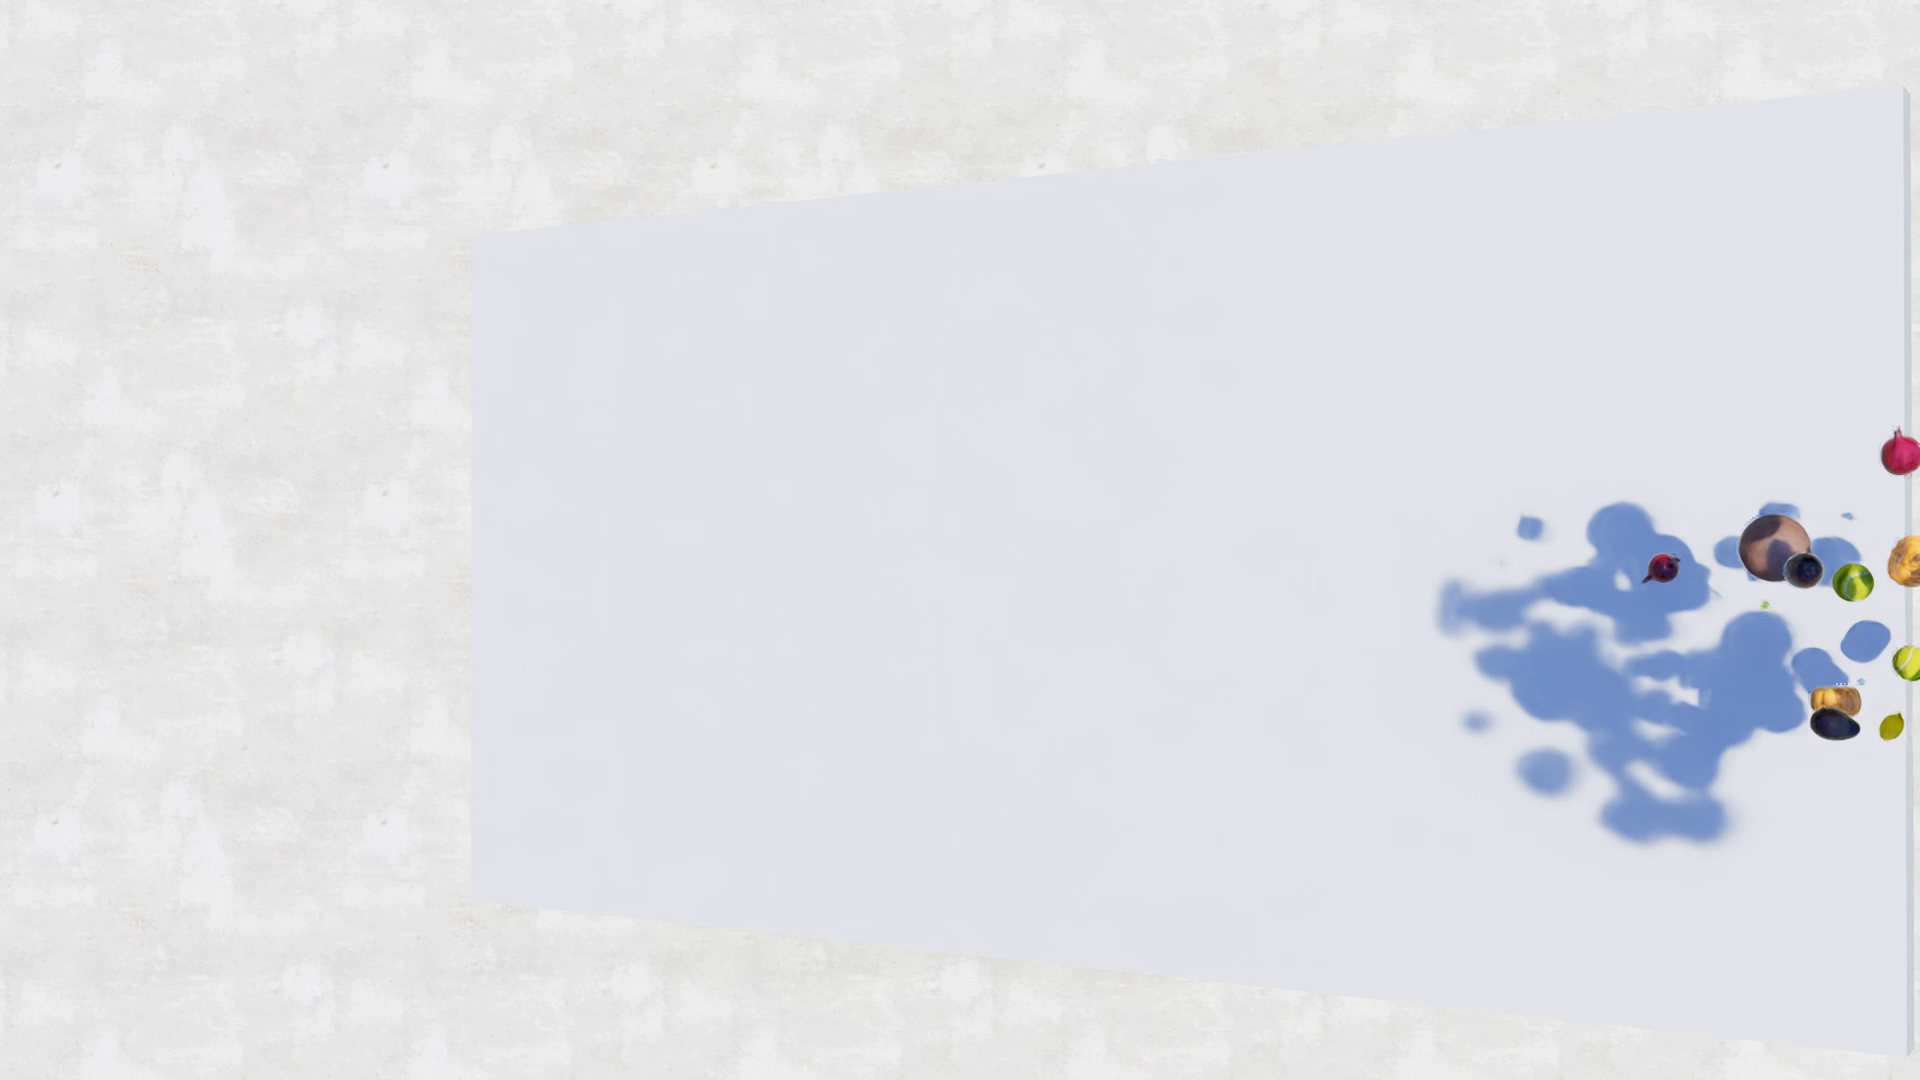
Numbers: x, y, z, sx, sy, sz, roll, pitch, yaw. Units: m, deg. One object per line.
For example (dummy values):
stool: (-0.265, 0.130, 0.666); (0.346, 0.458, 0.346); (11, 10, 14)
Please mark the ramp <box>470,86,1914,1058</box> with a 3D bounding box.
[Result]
ramp: (0.264, 0.073, 5.609); (4.000, 0.100, 2.000); (0, 89, 31)
